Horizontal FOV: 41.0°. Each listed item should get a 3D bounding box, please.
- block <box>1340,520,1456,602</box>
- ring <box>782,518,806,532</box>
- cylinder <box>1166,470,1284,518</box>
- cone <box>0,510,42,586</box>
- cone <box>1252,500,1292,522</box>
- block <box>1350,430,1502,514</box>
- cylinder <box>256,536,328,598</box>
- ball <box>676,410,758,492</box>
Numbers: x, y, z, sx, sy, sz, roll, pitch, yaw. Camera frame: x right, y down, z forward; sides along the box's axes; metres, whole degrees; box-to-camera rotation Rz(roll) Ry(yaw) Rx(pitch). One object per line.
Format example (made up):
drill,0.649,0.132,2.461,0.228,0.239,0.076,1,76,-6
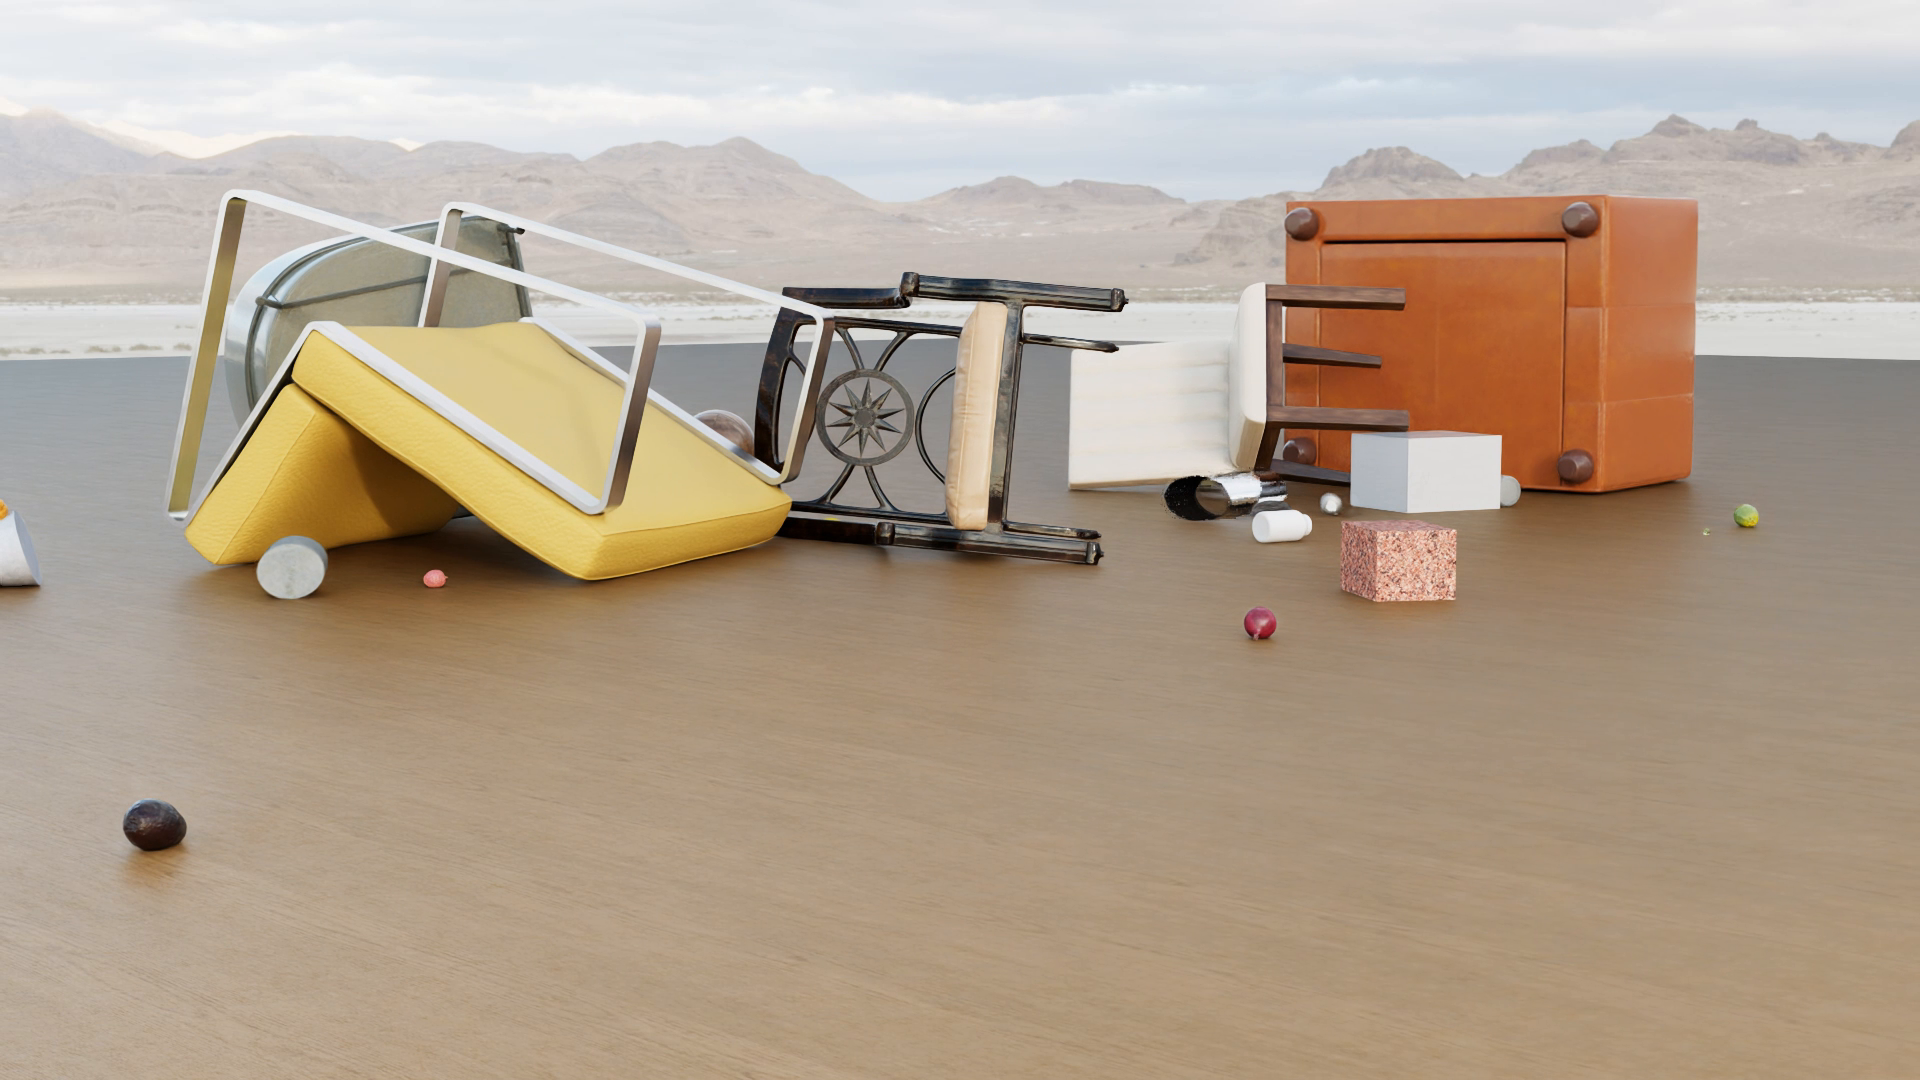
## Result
block,0.906,0.041,5.315,0.169,0.143,0.219,-1,6,-11
ring,-0.430,-0.038,6.635,0.061,0.031,0.093,1,5,0
cylinder,0.724,-0.122,7.001,0.214,0.122,0.269,-2,-3,38
cone,-2.121,0.060,5.442,0.285,0.166,0.303,-19,9,-14
cone,0.839,-0.068,6.932,0.107,0.061,0.108,-1,-10,2
block,1.328,-0.198,7.318,0.323,0.207,0.270,-3,7,-27
cylinder,-1.383,0.056,5.321,0.134,0.113,0.172,-4,6,-11
ball,-0.746,-0.274,7.858,0.250,0.250,0.250,0,6,0
